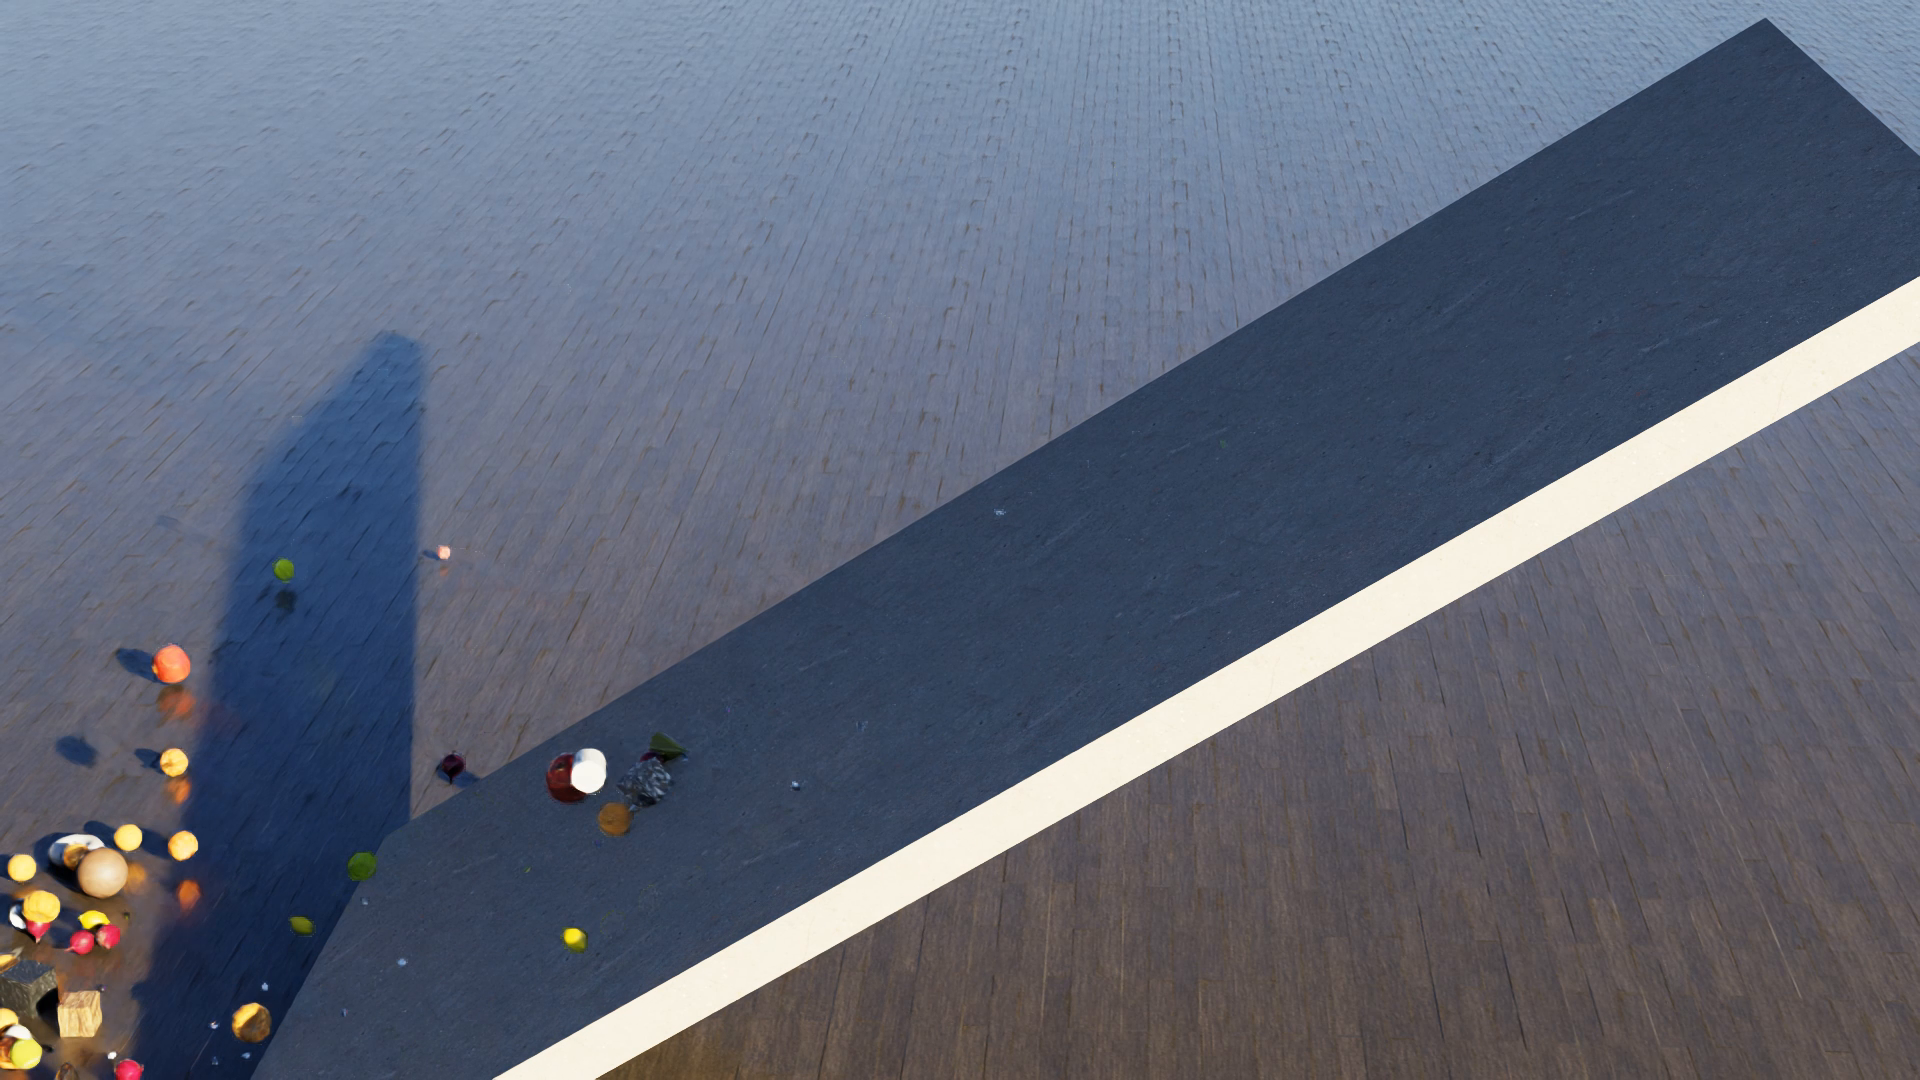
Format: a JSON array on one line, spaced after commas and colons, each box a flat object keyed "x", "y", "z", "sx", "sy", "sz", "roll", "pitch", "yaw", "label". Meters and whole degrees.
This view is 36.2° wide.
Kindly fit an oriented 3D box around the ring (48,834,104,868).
[{"x": -2.326, "y": 0.819, "z": 7.740, "sx": 0.144, "sy": 0.048, "sz": 0.144, "roll": -1, "pitch": 21, "yaw": 0, "label": "ring"}]

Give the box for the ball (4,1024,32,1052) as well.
[{"x": -2.182, "y": 1.153, "z": 6.805, "sx": 0.062, "sy": 0.062, "sz": 0.062, "roll": 0, "pitch": 20, "yaw": 0, "label": "ball"}]

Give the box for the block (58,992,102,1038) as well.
[{"x": -2.064, "y": 1.112, "z": 6.895, "sx": 0.078, "sy": 0.078, "sz": 0.078, "roll": -1, "pitch": 20, "yaw": -2, "label": "block"}]

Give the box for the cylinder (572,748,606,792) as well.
[{"x": -0.765, "y": 0.474, "z": 6.056, "sx": 0.069, "sy": 0.069, "sz": 0.069, "roll": -2, "pitch": 20, "yaw": -5, "label": "cylinder"}]

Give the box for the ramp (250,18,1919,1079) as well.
[{"x": 0.140, "y": 0.170, "z": 6.294, "sx": 4.000, "sy": 0.100, "sz": 2.000, "roll": -30, "pitch": 15, "yaw": 14, "label": "ramp"}]

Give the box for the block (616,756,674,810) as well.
[{"x": -0.703, "y": 0.544, "z": 6.568, "sx": 0.076, "sy": 0.076, "sz": 0.076, "roll": -21, "pitch": 20, "yaw": 40, "label": "block"}]

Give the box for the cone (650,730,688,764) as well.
[{"x": -0.656, "y": 0.482, "z": 6.742, "sx": 0.080, "sy": 0.080, "sz": 0.080, "roll": 6, "pitch": 21, "yaw": 26, "label": "cone"}]

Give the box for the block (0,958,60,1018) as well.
[{"x": -2.215, "y": 1.067, "z": 6.995, "sx": 0.093, "sy": 0.093, "sz": 0.093, "roll": 9, "pitch": 22, "yaw": 24, "label": "block"}]

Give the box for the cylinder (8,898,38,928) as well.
[{"x": -2.347, "y": 0.934, "z": 7.362, "sx": 0.067, "sy": 0.067, "sz": 0.067, "roll": -8, "pitch": 2, "yaw": -21, "label": "cylinder"}]
